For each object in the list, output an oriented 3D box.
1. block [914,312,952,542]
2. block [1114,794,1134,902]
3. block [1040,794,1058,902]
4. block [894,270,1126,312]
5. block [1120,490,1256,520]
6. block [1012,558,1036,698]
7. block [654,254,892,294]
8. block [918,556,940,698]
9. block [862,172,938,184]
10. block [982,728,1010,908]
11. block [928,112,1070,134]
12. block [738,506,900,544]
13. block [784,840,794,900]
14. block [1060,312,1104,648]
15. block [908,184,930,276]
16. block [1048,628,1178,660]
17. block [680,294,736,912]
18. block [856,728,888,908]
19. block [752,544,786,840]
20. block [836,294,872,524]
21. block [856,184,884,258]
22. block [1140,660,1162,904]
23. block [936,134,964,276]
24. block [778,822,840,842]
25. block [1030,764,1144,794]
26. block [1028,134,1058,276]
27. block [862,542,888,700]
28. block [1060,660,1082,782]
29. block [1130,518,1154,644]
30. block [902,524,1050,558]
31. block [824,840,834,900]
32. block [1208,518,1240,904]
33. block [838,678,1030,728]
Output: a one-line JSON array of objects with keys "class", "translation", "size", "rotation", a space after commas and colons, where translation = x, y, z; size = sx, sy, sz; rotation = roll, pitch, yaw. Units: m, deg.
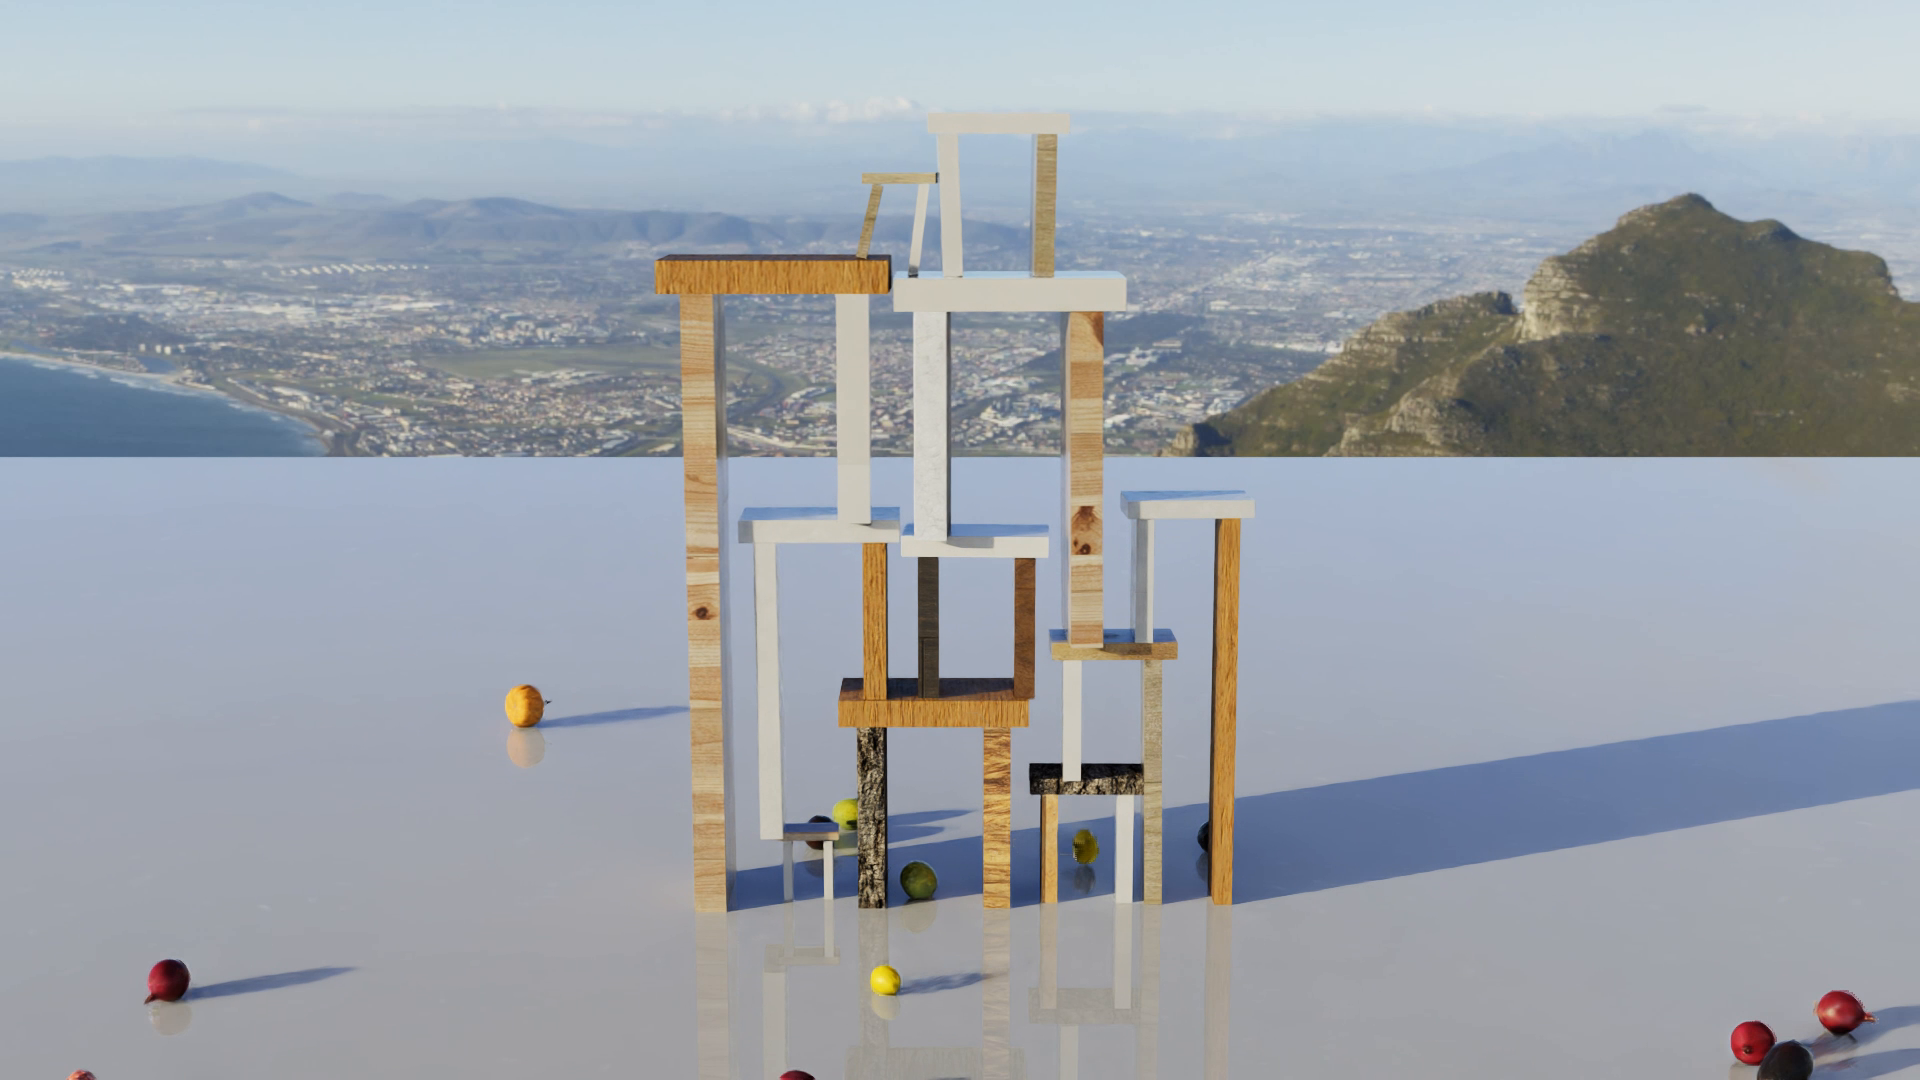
[{"class": "block", "translation": [-0.043, -0.191, 3.511], "size": [0.051, 0.359, 0.180], "rotation": [0, 11, 2]}, {"class": "block", "translation": [0.272, 0.498, 3.655], "size": [0.026, 0.185, 0.093], "rotation": [0, 11, 1]}, {"class": "block", "translation": [0.148, 0.498, 3.655], "size": [0.026, 0.185, 0.093], "rotation": [0, 11, 1]}, {"class": "block", "translation": [0.077, -0.394, 3.479], "size": [0.359, 0.051, 0.180], "rotation": [0, 11, 0]}, {"class": "block", "translation": [0.365, -0.057, 3.541], "size": [0.203, 0.029, 0.102], "rotation": [0, 11, -3]}, {"class": "block", "translation": [0.104, 0.130, 3.585], "size": [0.033, 0.234, 0.117], "rotation": [0, 11, 0]}, {"class": "block", "translation": [-0.291, -0.422, 3.482], "size": [0.360, 0.051, 0.180], "rotation": [0, 11, 0]}, {"class": "block", "translation": [-0.051, 0.130, 3.588], "size": [0.033, 0.234, 0.117], "rotation": [0, 11, 0]}, {"class": "block", "translation": [-0.094, -0.569, 3.454], "size": [0.115, 0.016, 0.058], "rotation": [0, 11, 3]}, {"class": "block", "translation": [0.060, 0.438, 3.646], "size": [0.043, 0.307, 0.153], "rotation": [0, 11, 0]}, {"class": "block", "translation": [0.059, -0.651, 3.435], "size": [0.219, 0.031, 0.109], "rotation": [0, 11, -1]}, {"class": "block", "translation": [-0.225, -0.025, 3.557], "size": [0.256, 0.036, 0.128], "rotation": [0, 11, -1]}, {"class": "block", "translation": [-0.285, 0.541, 3.657], "size": [0.014, 0.101, 0.050], "rotation": [0, 11, -1]}, {"class": "block", "translation": [0.195, -0.107, 3.536], "size": [0.051, 0.535, 0.180], "rotation": [-1, 11, -3]}, {"class": "block", "translation": [-0.065, -0.490, 3.464], "size": [0.016, 0.142, 0.058], "rotation": [7, 10, -2]}, {"class": "block", "translation": [0.248, 0.170, 3.587], "size": [0.202, 0.029, 0.101], "rotation": [0, 11, -1]}, {"class": "block", "translation": [-0.407, 0.097, 3.578], "size": [0.051, 1.003, 0.180], "rotation": [0, 11, 0]}, {"class": "block", "translation": [-0.145, 0.438, 3.646], "size": [0.043, 0.307, 0.153], "rotation": [0, 11, 0]}, {"class": "block", "translation": [-0.311, 0.235, 3.606], "size": [0.036, 0.492, 0.128], "rotation": [-1, 11, -2]}, {"class": "block", "translation": [-0.169, -0.220, 3.520], "size": [0.051, 0.360, 0.180], "rotation": [0, 11, -1]}, {"class": "block", "translation": [-0.142, -0.503, 3.465], "size": [0.016, 0.115, 0.058], "rotation": [13, 10, -3]}, {"class": "block", "translation": [0.315, 0.387, 3.629], "size": [0.029, 0.413, 0.101], "rotation": [-1, 11, 1]}, {"class": "block", "translation": [-0.017, -0.527, 3.456], "size": [0.031, 0.219, 0.109], "rotation": [-3, 11, -2]}, {"class": "block", "translation": [-0.252, 0.484, 3.647], "size": [0.101, 0.014, 0.050], "rotation": [-1, 11, -2]}, {"class": "block", "translation": [0.208, 0.395, 3.634], "size": [0.185, 0.026, 0.093], "rotation": [0, 11, 1]}, {"class": "block", "translation": [0.130, -0.527, 3.457], "size": [0.031, 0.219, 0.109], "rotation": [0, 10, -3]}, {"class": "block", "translation": [-0.137, 0.119, 3.584], "size": [0.036, 0.257, 0.128], "rotation": [0, 11, 0]}, {"class": "block", "translation": [0.182, 0.284, 3.607], "size": [0.029, 0.202, 0.101], "rotation": [0, 11, 0]}, {"class": "block", "translation": [0.295, 0.056, 3.564], "size": [0.029, 0.203, 0.102], "rotation": [0, 11, 0]}, {"class": "block", "translation": [0.026, 0.000, 3.552], "size": [0.234, 0.033, 0.117], "rotation": [1, 11, 3]}, {"class": "block", "translation": [-0.218, 0.541, 3.657], "size": [0.014, 0.101, 0.050], "rotation": [0, 11, 0]}, {"class": "block", "translation": [0.432, 0.273, 3.606], "size": [0.029, 0.645, 0.102], "rotation": [0, 11, 0]}, {"class": "block", "translation": [-0.042, 0.266, 3.613], "size": [0.307, 0.043, 0.153], "rotation": [0, 11, 0]}]
